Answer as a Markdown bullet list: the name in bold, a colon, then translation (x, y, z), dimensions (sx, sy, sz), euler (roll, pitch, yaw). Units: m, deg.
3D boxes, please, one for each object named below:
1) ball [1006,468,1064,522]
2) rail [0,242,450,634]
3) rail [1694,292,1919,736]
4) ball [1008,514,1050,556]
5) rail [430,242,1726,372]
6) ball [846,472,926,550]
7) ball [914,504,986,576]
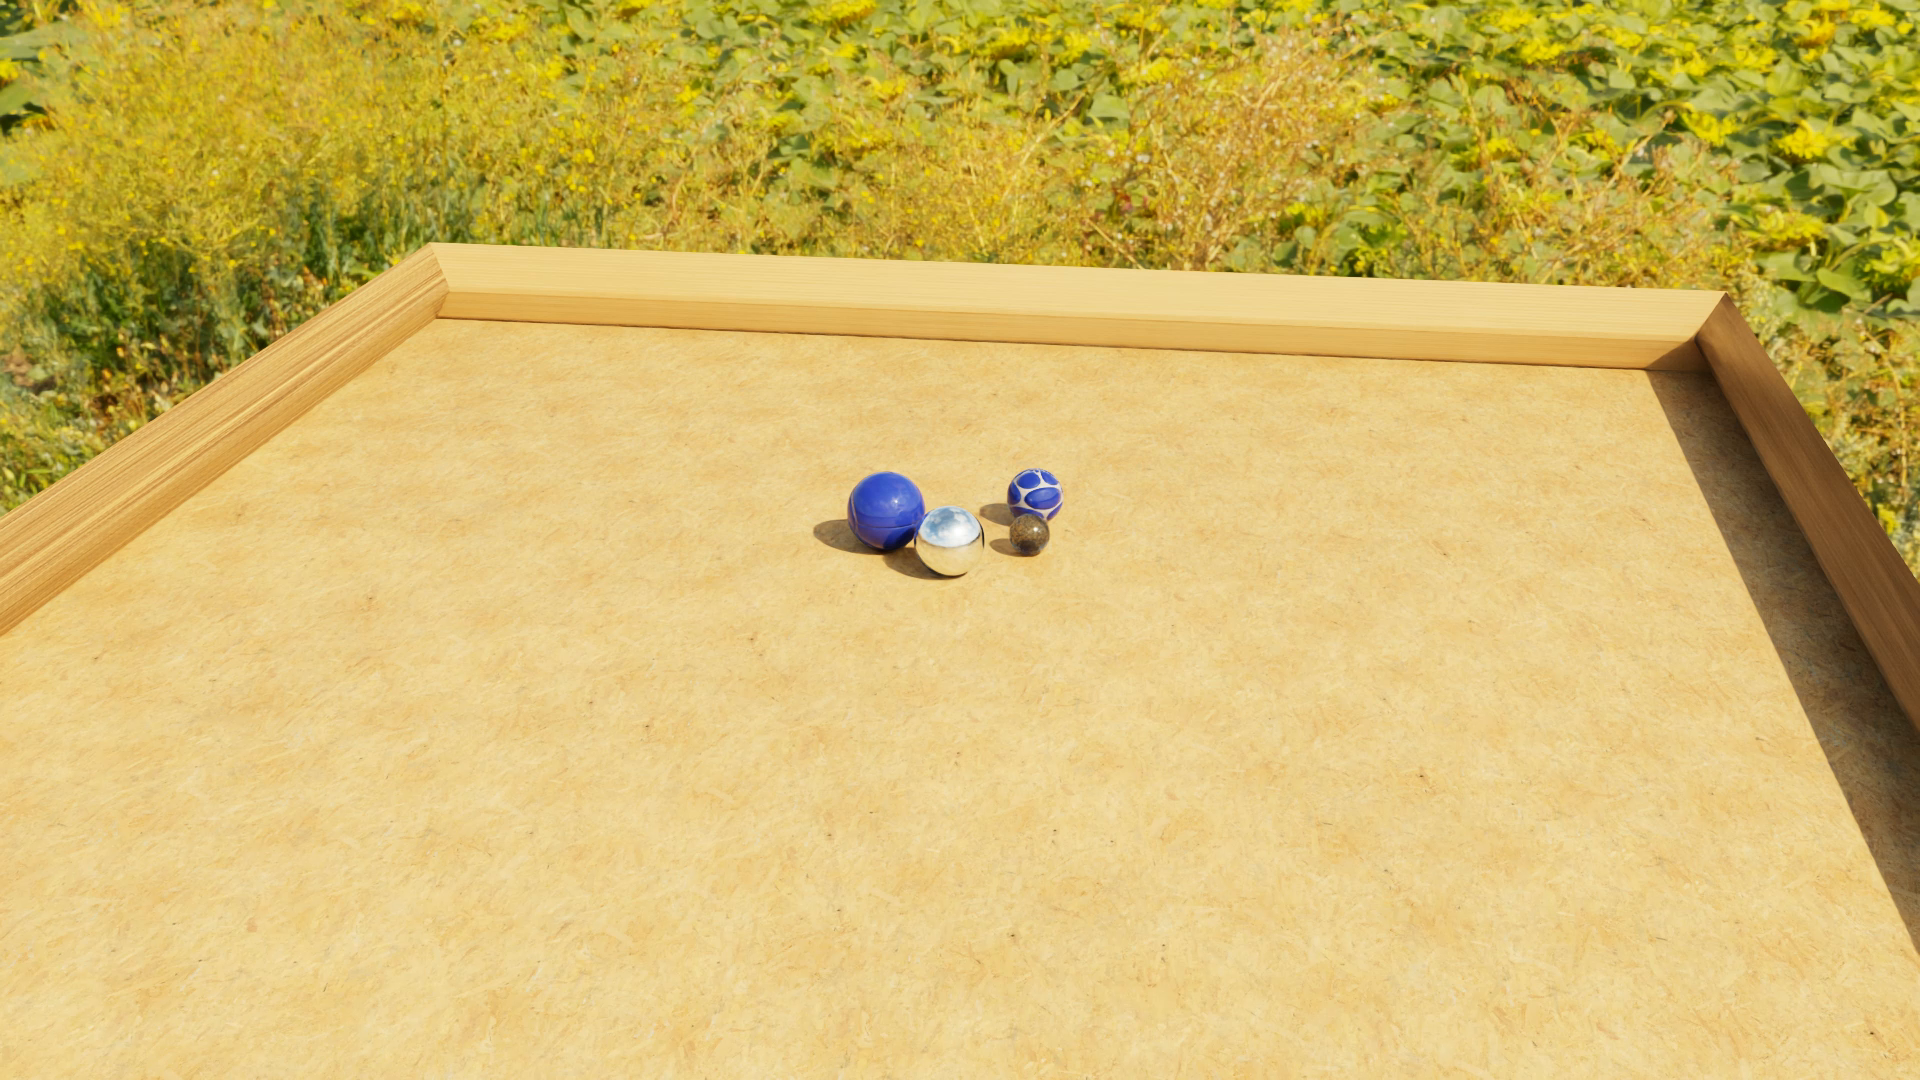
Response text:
- **ball**: translation (0.090, -0.052, 2.640), dimensions (0.069, 0.069, 0.069), euler (0, 22, 0)
- **rail**: translation (-1.088, 0.259, 1.779), dimensions (0.045, 0.120, 3.689), euler (3, 22, 8)
- **rail**: translation (0.812, 0.364, 1.512), dimensions (0.045, 0.120, 3.689), euler (3, 22, 8)
- **ball**: translation (0.081, -0.007, 2.553), dimensions (0.048, 0.048, 0.048), euler (0, 22, 0)
- **rail**: translation (0.134, -0.349, 3.320), dimensions (1.968, 0.120, 0.045), euler (3, 22, 8)
- **ball**: translation (-0.086, -0.034, 2.562), dimensions (0.093, 0.093, 0.093), euler (0, 22, 0)
- **ball**: translation (-0.012, 0.001, 2.490), dimensions (0.081, 0.081, 0.081), euler (0, 22, 0)
